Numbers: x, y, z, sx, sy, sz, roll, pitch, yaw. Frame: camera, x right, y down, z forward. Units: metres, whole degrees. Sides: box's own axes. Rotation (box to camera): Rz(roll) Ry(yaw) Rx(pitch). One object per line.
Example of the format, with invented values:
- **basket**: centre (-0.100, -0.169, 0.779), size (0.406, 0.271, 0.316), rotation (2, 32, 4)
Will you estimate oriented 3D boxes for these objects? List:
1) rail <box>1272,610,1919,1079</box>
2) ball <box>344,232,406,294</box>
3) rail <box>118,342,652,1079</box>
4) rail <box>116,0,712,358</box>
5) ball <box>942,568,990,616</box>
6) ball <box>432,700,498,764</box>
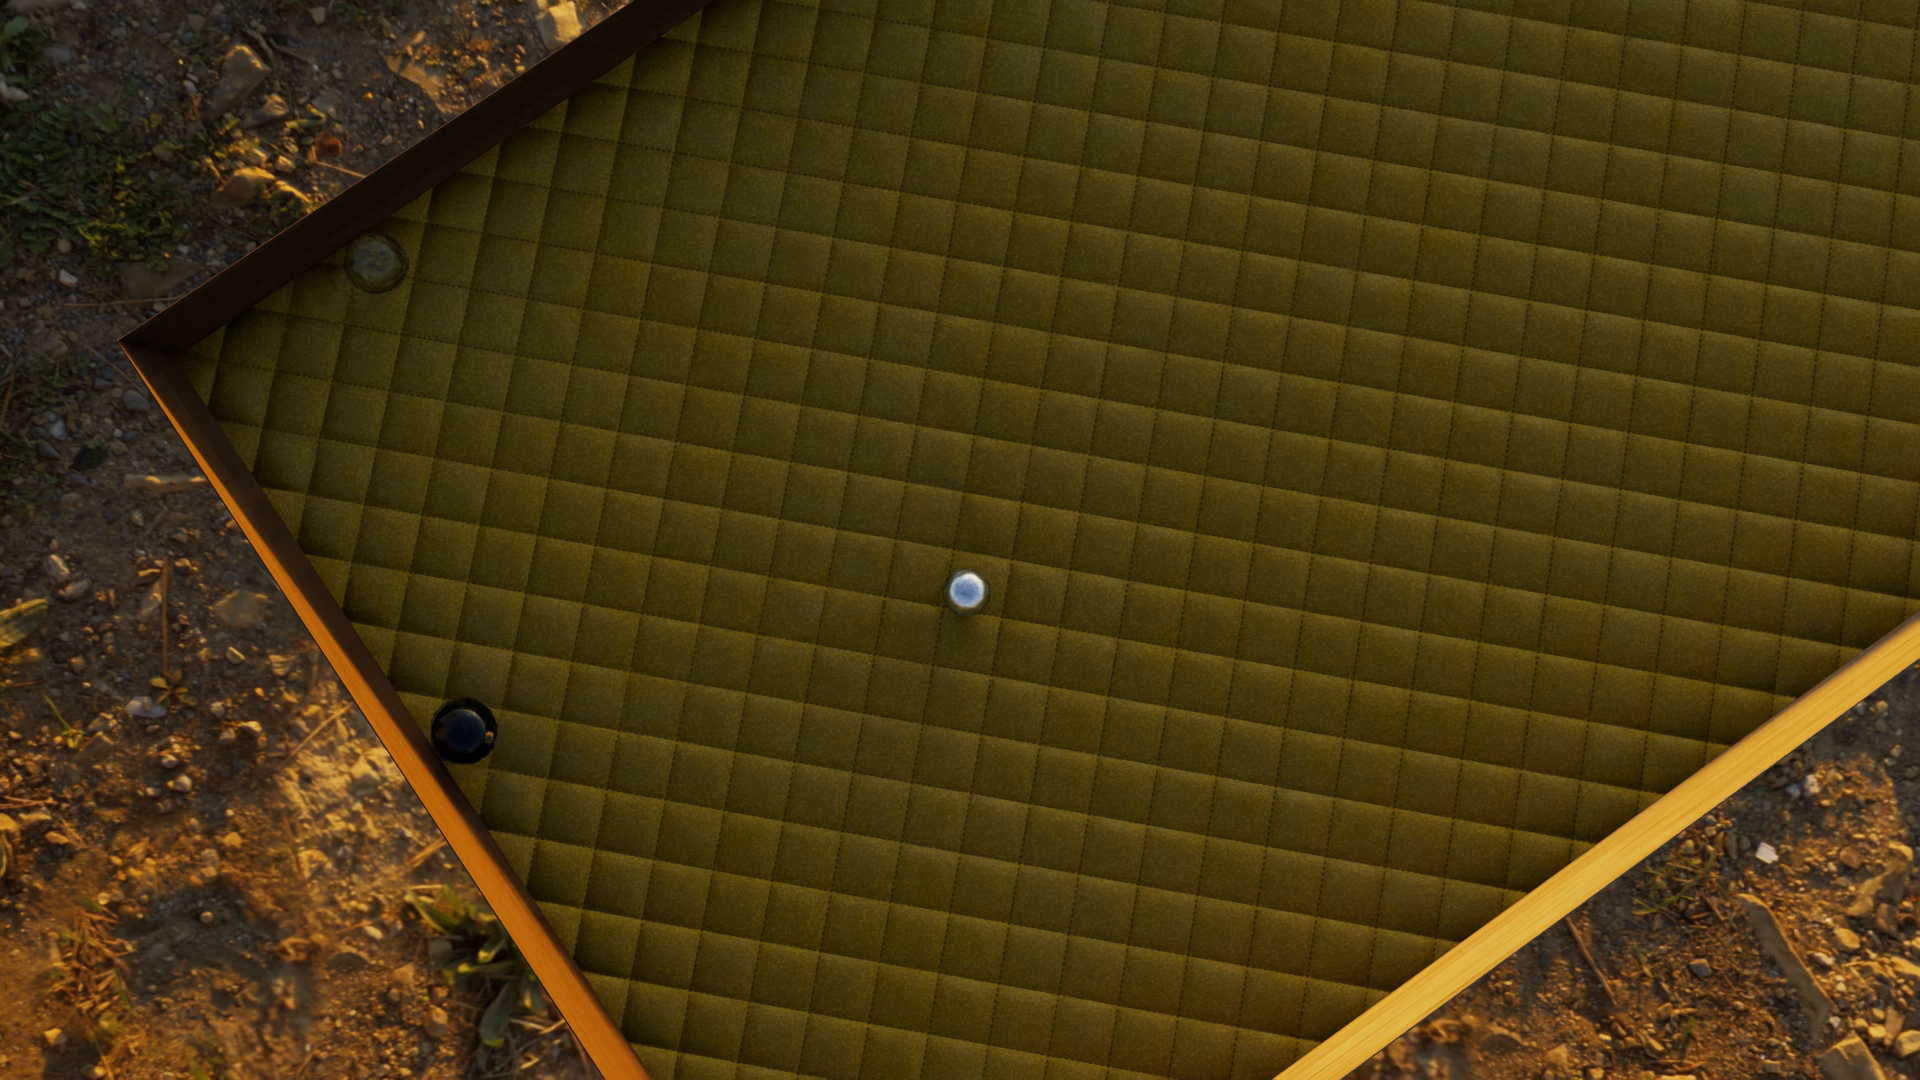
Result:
- **rail**: centre (1.221, 0.258, 3.201), size (3.401, 0.123, 0.045), rotation (-35, 84, -4)
- **ball**: centre (-0.880, -0.417, 3.310), size (0.093, 0.093, 0.093), rotation (0, 82, 0)
- **rail**: centre (-0.678, 0.466, 3.173), size (0.045, 0.123, 1.877), rotation (-35, 84, -4)
- **rail**: centre (0.173, -1.228, 3.404), size (3.401, 0.123, 0.045), rotation (-35, 84, -4)
- **ball**: centre (0.010, 0.077, 3.253), size (0.071, 0.071, 0.071), rotation (0, 82, 0)
- **ball**: centre (-0.724, 0.281, 3.213), size (0.095, 0.095, 0.095), rotation (0, 82, 0)
